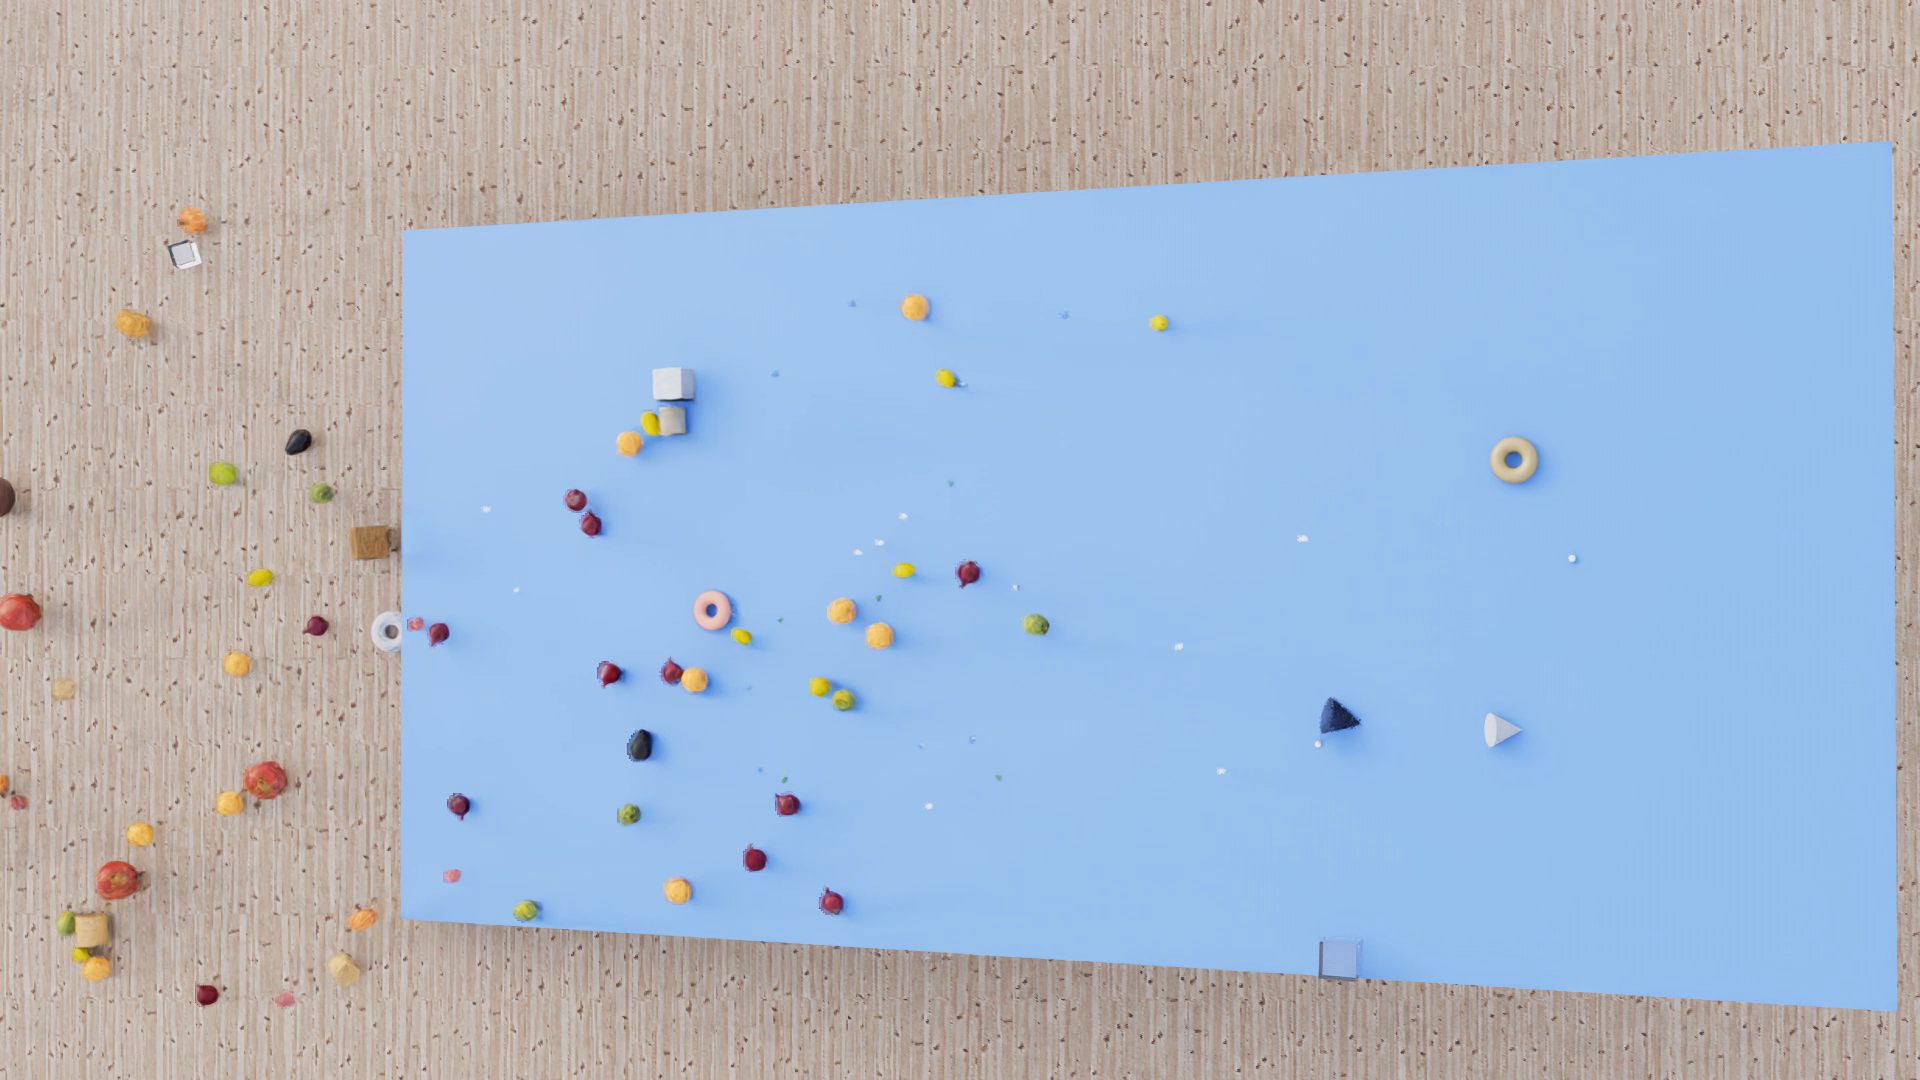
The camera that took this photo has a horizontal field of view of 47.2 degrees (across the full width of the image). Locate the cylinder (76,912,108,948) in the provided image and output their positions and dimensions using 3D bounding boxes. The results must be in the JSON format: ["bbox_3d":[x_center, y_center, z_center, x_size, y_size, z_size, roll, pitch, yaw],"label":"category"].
[{"bbox_3d":[-2.537,1.139,6.427,0.086,0.086,0.086,-4,89,0],"label":"cylinder"}]

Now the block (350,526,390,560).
[{"bbox_3d":[-1.725,0.007,6.425,0.090,0.090,0.090,-3,88,-25],"label":"block"}]

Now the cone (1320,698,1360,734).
[{"bbox_3d":[0.952,0.447,5.451,0.091,0.091,0.091,15,89,-7],"label":"cone"}]

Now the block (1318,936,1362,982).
[{"bbox_3d":[0.938,1.032,5.421,0.091,0.091,0.091,1,90,20],"label":"block"}]

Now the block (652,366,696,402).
[{"bbox_3d":[-0.787,-0.428,6.056,0.085,0.085,0.085,-3,88,19],"label":"block"}]

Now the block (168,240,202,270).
[{"bbox_3d":[-2.280,-0.839,6.465,0.064,0.064,0.064,-18,89,0],"label":"block"}]

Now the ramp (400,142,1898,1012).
[{"bbox_3d":[0.280,0.090,5.769,4.000,0.100,2.000,0,89,20],"label":"ramp"}]

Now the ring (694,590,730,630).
[{"bbox_3d":[-0.681,0.193,6.036,0.112,0.037,0.112,-1,88,20],"label":"ring"}]

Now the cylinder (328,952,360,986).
[{"bbox_3d":[-1.798,1.254,6.419,0.071,0.071,0.071,-16,120,-30],"label":"cylinder"}]

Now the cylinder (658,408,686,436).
[{"bbox_3d":[-0.792,-0.326,6.062,0.074,0.074,0.074,-2,89,0],"label":"cylinder"}]

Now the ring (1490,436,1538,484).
[{"bbox_3d":[1.341,-0.193,5.323,0.116,0.039,0.116,-1,88,20],"label":"ring"}]

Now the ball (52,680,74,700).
[{"bbox_3d":[-2.629,0.438,6.449,0.061,0.061,0.061,0,89,0],"label":"ball"}]

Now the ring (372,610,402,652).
[{"bbox_3d":[-1.669,0.270,6.462,0.123,0.041,0.123,0,90,-1],"label":"ring"}]
